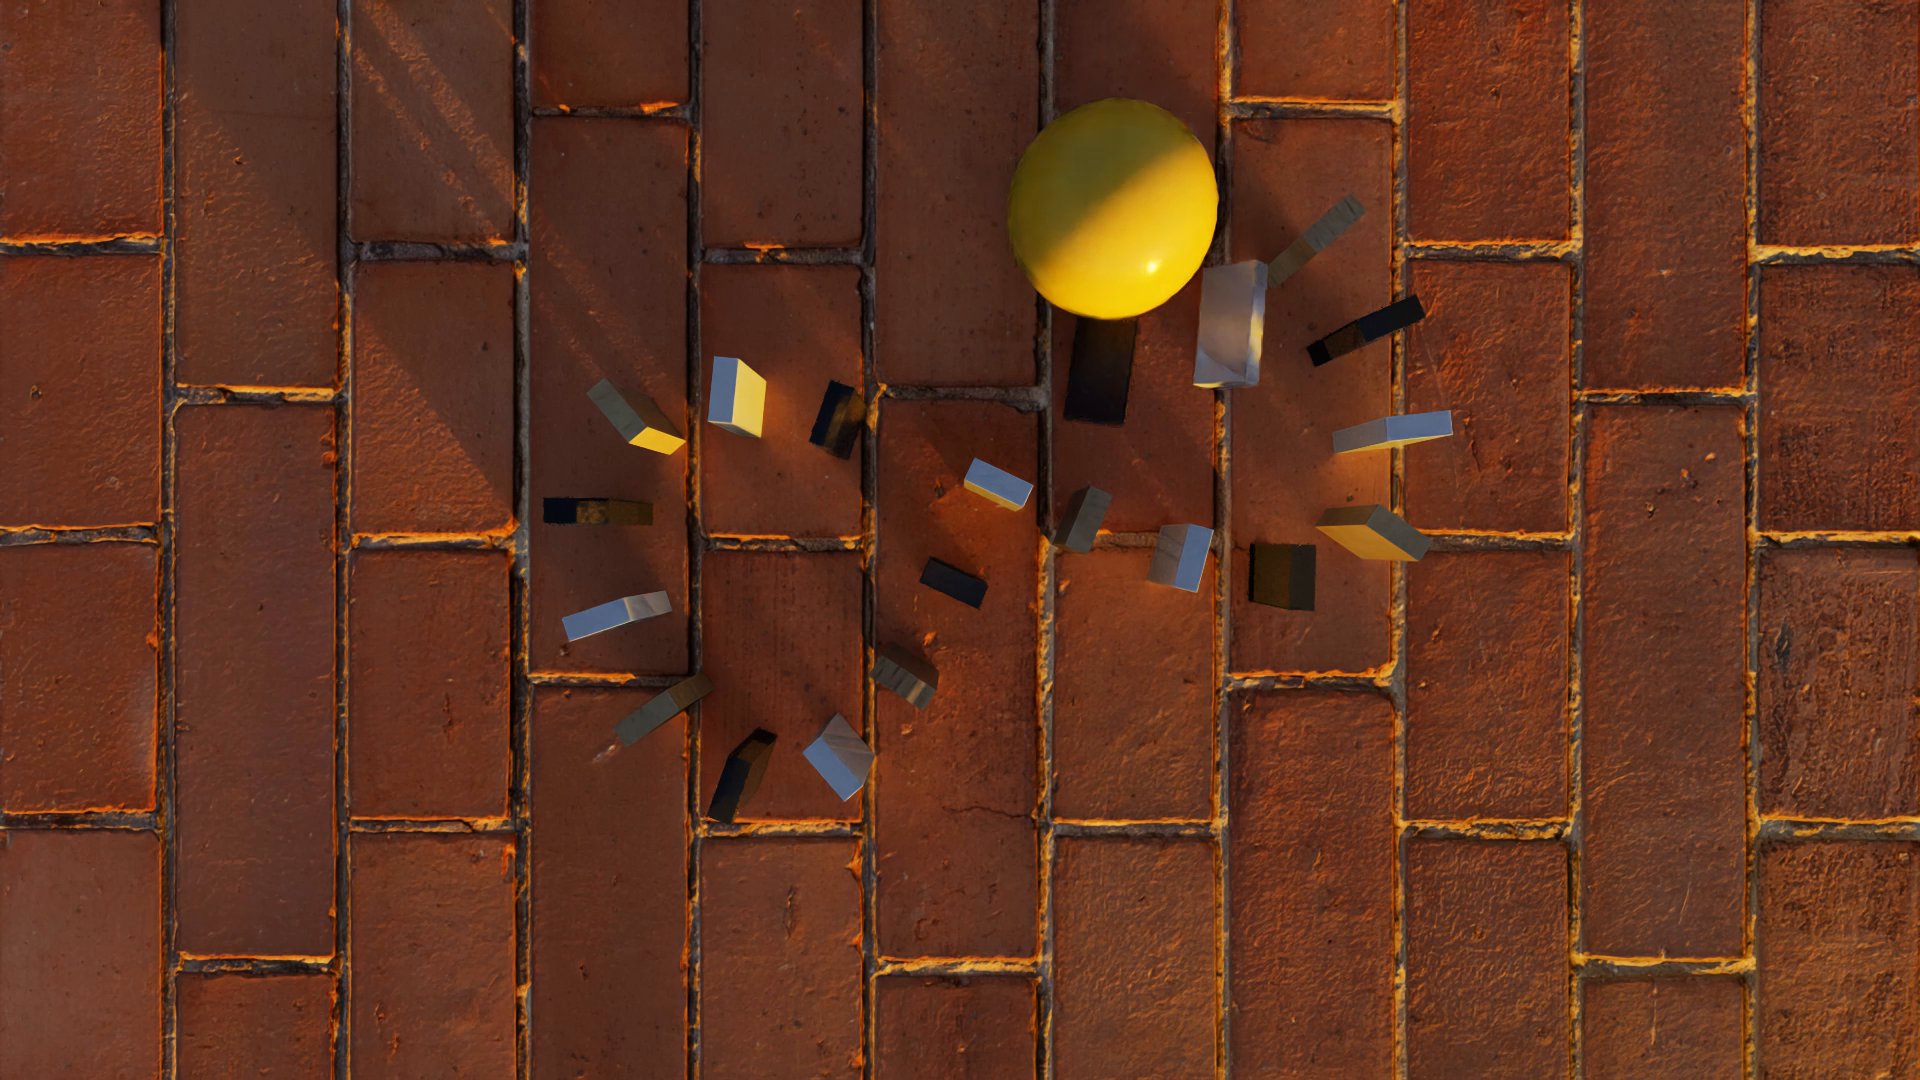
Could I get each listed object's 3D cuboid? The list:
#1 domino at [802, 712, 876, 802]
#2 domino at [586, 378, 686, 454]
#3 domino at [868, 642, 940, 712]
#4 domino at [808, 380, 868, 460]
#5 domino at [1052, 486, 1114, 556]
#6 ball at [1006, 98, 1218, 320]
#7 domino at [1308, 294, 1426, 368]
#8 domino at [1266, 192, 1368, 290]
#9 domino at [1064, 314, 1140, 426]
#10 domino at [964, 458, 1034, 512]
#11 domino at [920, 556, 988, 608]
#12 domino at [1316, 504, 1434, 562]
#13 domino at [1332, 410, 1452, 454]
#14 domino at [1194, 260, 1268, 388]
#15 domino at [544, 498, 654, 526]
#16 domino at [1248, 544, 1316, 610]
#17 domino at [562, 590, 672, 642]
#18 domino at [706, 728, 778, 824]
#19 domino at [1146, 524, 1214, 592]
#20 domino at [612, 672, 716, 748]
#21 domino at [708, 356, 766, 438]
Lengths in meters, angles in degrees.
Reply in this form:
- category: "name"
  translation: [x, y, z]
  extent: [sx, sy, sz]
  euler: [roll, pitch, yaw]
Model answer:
- category: "domino"
  translation: [-0.049, 0.088, 0.375]
  extent: [0.010, 0.050, 0.025]
  euler: [-41, 90, 0]
- category: "domino"
  translation: [-0.131, -0.050, 0.375]
  extent: [0.010, 0.050, 0.025]
  euler: [-40, 90, 0]
- category: "domino"
  translation: [-0.022, 0.055, 0.375]
  extent: [0.025, 0.050, 0.010]
  euler: [33, 90, 0]
- category: "domino"
  translation: [-0.049, -0.048, 0.375]
  extent: [0.010, 0.050, 0.025]
  euler: [20, 90, 0]
- category: "domino"
  translation: [0.049, -0.008, 0.375]
  extent: [0.010, 0.050, 0.025]
  euler: [23, 90, 0]
- category: "ball"
  translation: [0.058, -0.126, 0.352]
  extent: [0.080, 0.080, 0.080]
  euler: [0, 90, 0]
- category: "domino"
  translation: [0.165, -0.085, 0.375]
  extent: [0.025, 0.050, 0.010]
  euler: [-23, 90, 0]
- category: "domino"
  translation: [0.143, -0.121, 0.375]
  extent: [0.025, 0.050, 0.010]
  euler: [-41, 90, 0]
- category: "domino"
  translation: [0.061, -0.076, 0.395]
  extent: [0.025, 0.009, 0.050]
  euler: [8, 90, 0]
- category: "domino"
  translation: [0.015, -0.022, 0.375]
  extent: [0.025, 0.050, 0.010]
  euler: [25, 90, 0]
- category: "domino"
  translation: [-0.002, 0.017, 0.375]
  extent: [0.025, 0.050, 0.010]
  euler: [25, 90, 0]
- category: "domino"
  translation: [0.168, -0.003, 0.375]
  extent: [0.025, 0.050, 0.009]
  euler: [34, 90, 0]
- category: "domino"
  translation: [0.175, -0.044, 0.375]
  extent: [0.025, 0.050, 0.009]
  euler: [-6, 90, 0]
- category: "domino"
  translation: [0.114, -0.091, 0.388]
  extent: [0.010, 0.025, 0.050]
  euler: [5, 90, -44]
- category: "domino"
  translation: [-0.146, -0.011, 0.375]
  extent: [0.025, 0.050, 0.009]
  euler: [1, 90, 0]
- category: "domino"
  translation: [0.131, 0.014, 0.375]
  extent: [0.009, 0.050, 0.025]
  euler: [1, 90, 0]
- category: "domino"
  translation: [-0.139, 0.030, 0.375]
  extent: [0.025, 0.050, 0.009]
  euler: [-18, 90, 0]
- category: "domino"
  translation: [-0.088, 0.096, 0.375]
  extent: [0.009, 0.050, 0.025]
  euler: [20, 90, 0]
- category: "domino"
  translation: [0.089, 0.007, 0.375]
  extent: [0.010, 0.050, 0.025]
  euler: [15, 90, 0]
- category: "domino"
  translation: [-0.120, 0.068, 0.375]
  extent: [0.025, 0.050, 0.009]
  euler: [-35, 90, 0]
- category: "domino"
  translation: [-0.090, -0.057, 0.375]
  extent: [0.009, 0.050, 0.025]
  euler: [6, 90, 0]
